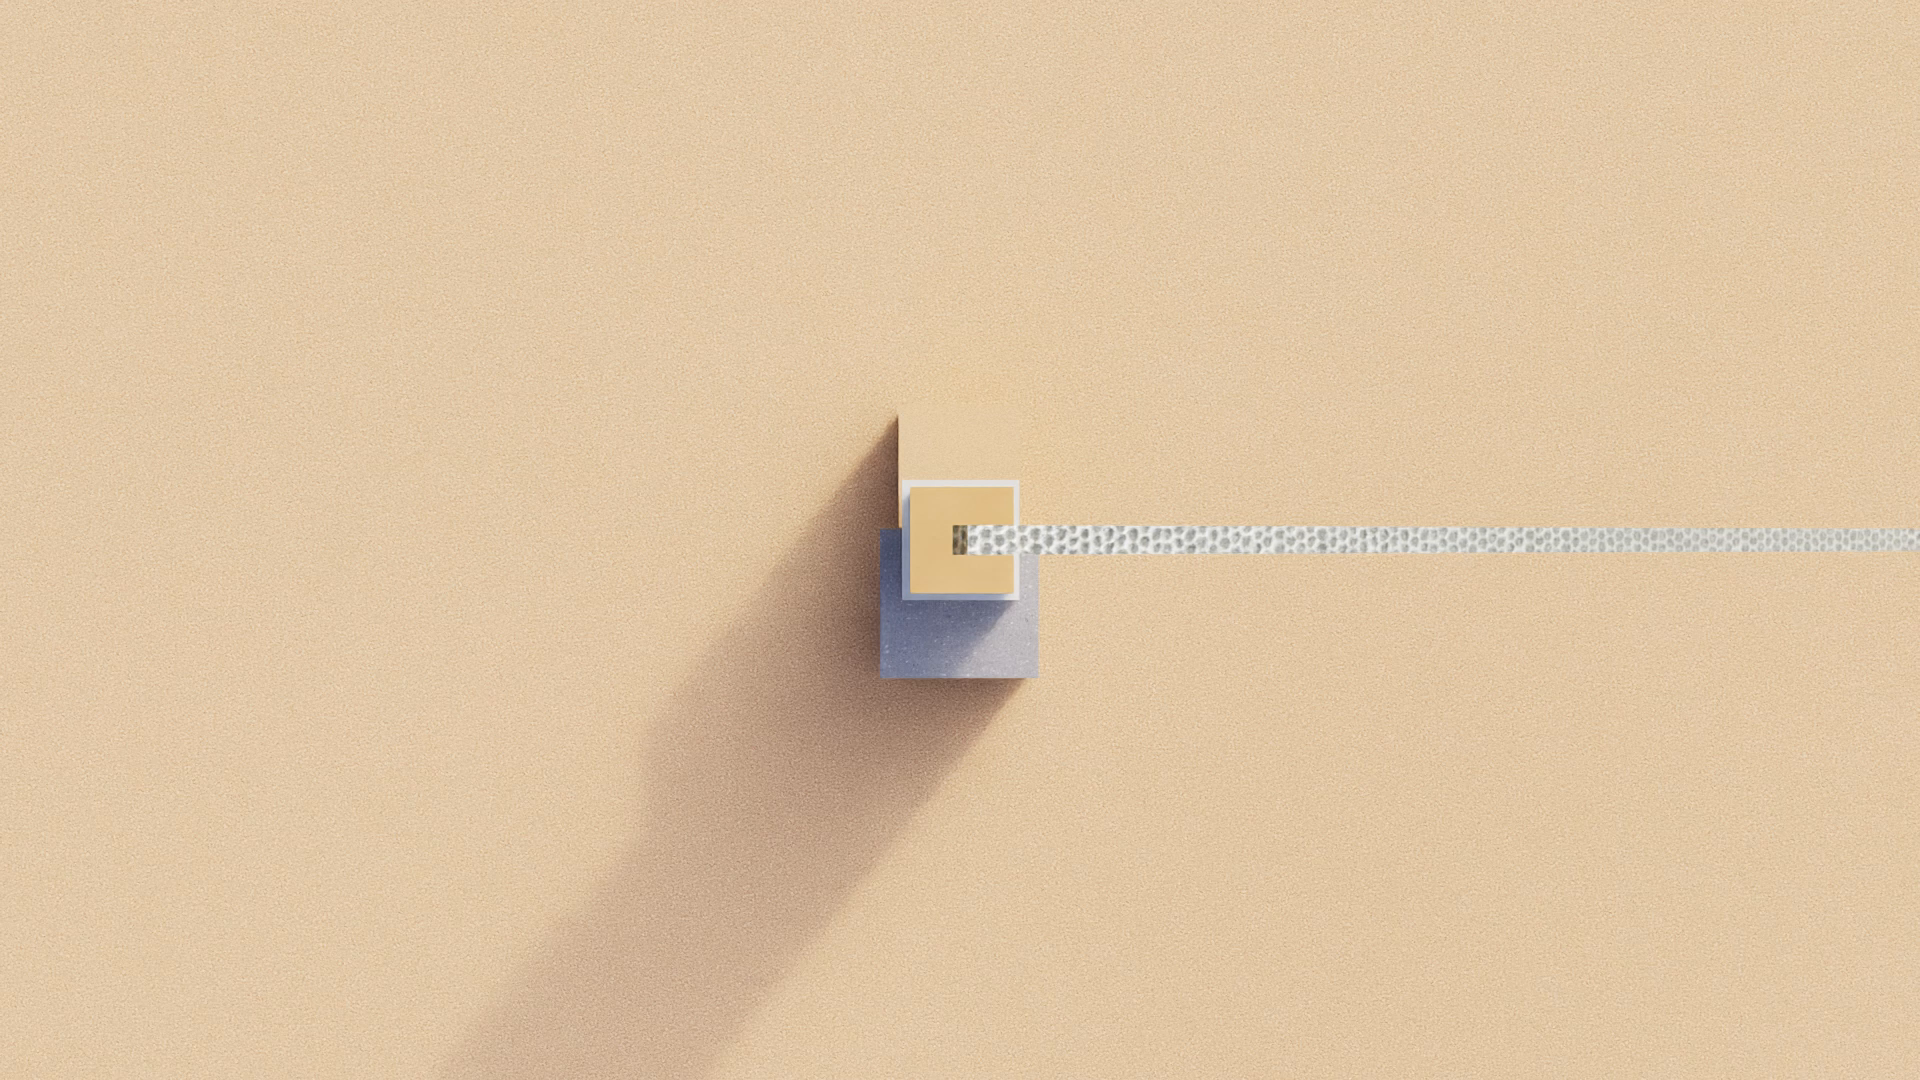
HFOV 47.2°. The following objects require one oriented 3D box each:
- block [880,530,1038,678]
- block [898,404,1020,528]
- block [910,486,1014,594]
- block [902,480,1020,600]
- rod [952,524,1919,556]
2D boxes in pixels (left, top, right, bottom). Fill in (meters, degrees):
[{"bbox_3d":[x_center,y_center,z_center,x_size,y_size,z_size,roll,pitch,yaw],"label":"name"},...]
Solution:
[{"bbox_3d":[-0.003,0.353,12.596,0.880,0.808,0.827,0,90,0],"label":"block"},{"bbox_3d":[-0.001,-0.419,12.697,0.688,0.607,0.696,0,90,0],"label":"block"},{"bbox_3d":[0.010,0.000,11.388,0.524,0.490,0.541,0,90,0],"label":"block"},{"bbox_3d":[0.004,0.000,11.912,0.619,0.559,0.635,0,90,0],"label":"block"},{"bbox_3d":[2.234,0.000,7.216,5.200,0.080,0.080,0,90,-31],"label":"rod"}]
